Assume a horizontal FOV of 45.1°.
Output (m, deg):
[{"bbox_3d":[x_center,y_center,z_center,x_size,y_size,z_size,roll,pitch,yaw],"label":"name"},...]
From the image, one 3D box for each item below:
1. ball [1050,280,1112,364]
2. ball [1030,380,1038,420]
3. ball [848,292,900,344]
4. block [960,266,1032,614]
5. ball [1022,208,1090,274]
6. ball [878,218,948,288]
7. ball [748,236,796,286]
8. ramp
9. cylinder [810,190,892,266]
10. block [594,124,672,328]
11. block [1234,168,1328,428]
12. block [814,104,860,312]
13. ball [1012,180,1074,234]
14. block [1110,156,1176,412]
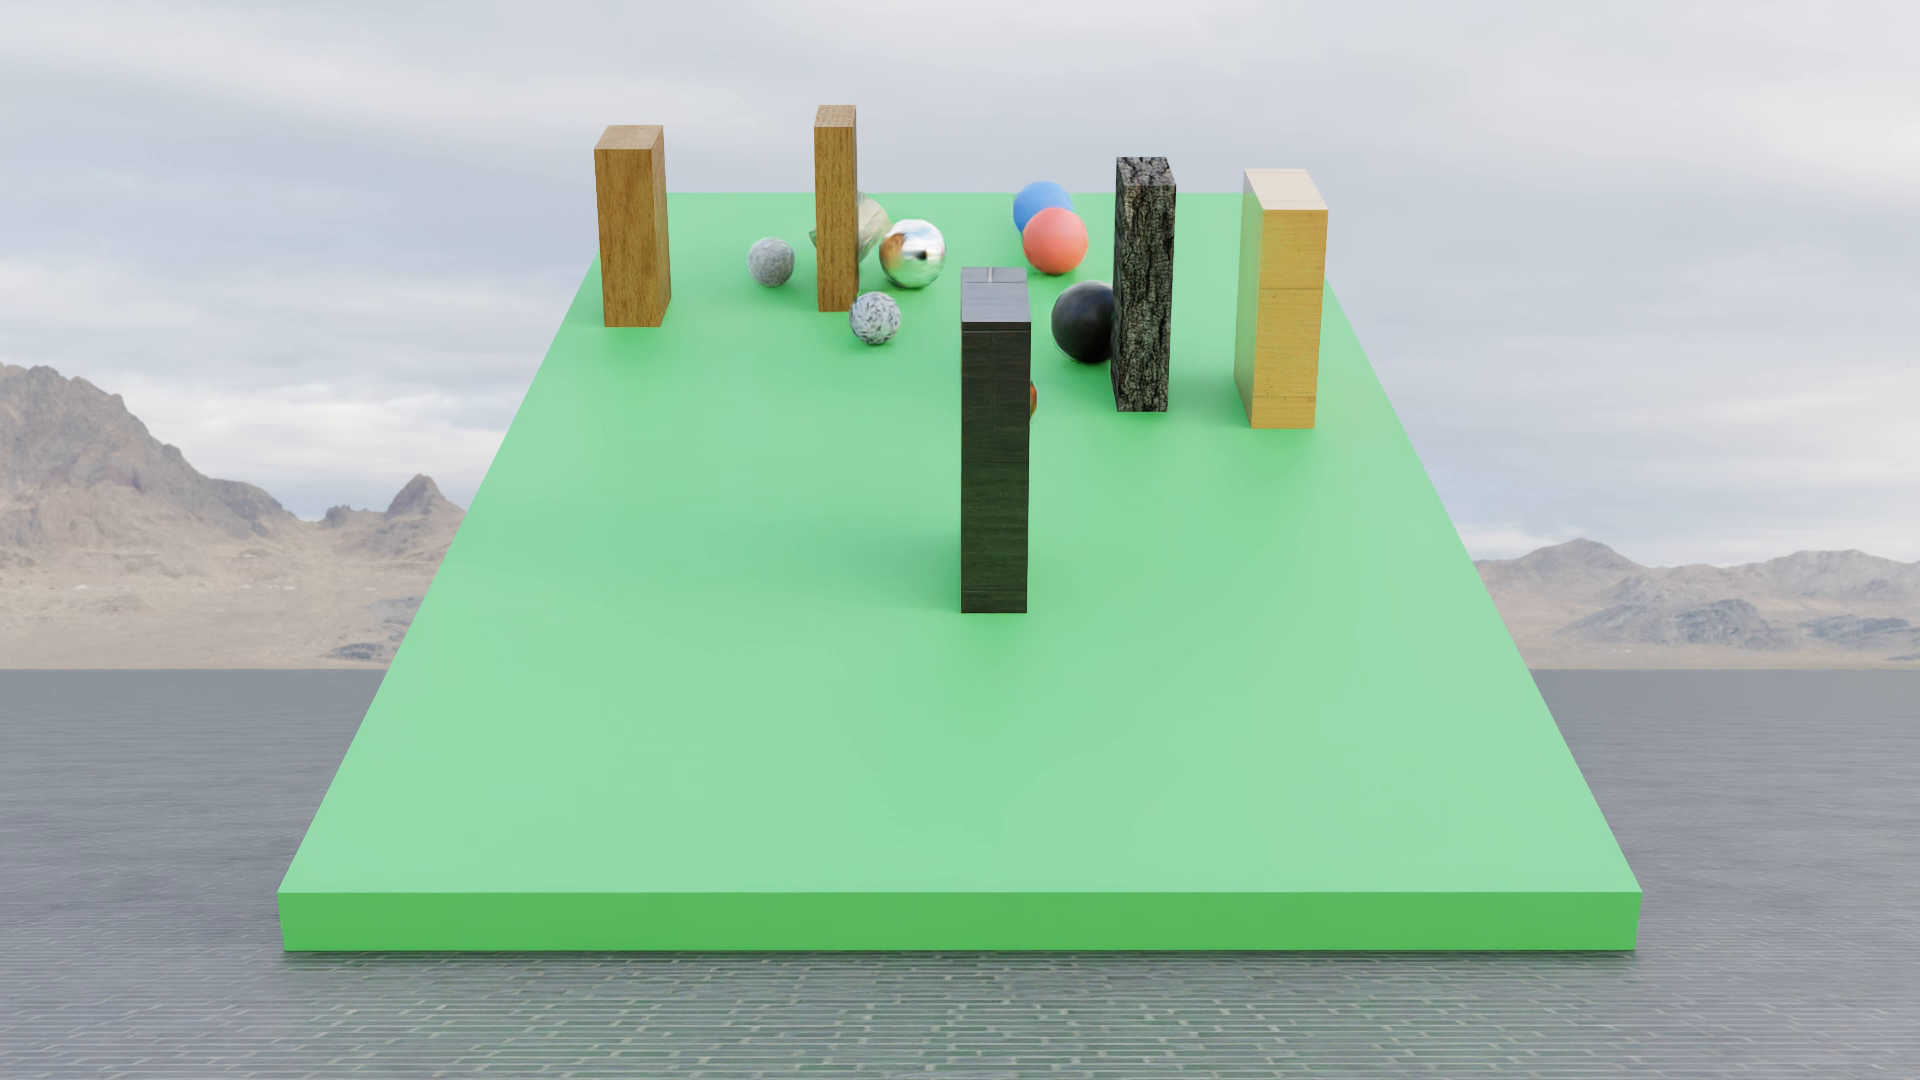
[{"bbox_3d":[0.317,-0.525,5.568,0.199,0.199,0.199,0,-3,0],"label":"ball"},{"bbox_3d":[0.093,-0.310,5.119,0.156,0.156,0.156,0,-3,0],"label":"ball"},{"bbox_3d":[-0.210,-0.547,5.705,0.129,0.129,0.129,0,-3,0],"label":"ball"},{"bbox_3d":[0.063,-0.190,4.320,0.122,0.564,0.338,0,23,0],"label":"block"},{"bbox_3d":[0.258,-0.807,6.247,0.181,0.181,0.181,0,-3,0],"label":"ball"},{"bbox_3d":[-0.124,-0.760,6.132,0.183,0.183,0.183,0,-3,0],"label":"ball"},{"bbox_3d":[-0.502,-0.742,6.158,0.129,0.129,0.129,0,-3,0],"label":"ball"},{"bbox_3d":[-0.007,-0.226,5.247,2.000,0.100,4.000,0,23,0],"label":"ramp"},{"bbox_3d":[-0.296,-0.836,6.240,0.158,0.158,0.158,35,-16,11],"label":"cylinder"},{"bbox_3d":[-0.827,-0.798,5.873,0.140,0.455,0.259,0,23,0],"label":"block"},{"bbox_3d":[0.722,-0.550,5.241,0.141,0.503,0.354,0,23,0],"label":"block"},{"bbox_3d":[-0.317,-0.857,5.977,0.097,0.483,0.248,0,23,0],"label":"block"},{"bbox_3d":[0.234,-0.928,6.539,0.173,0.173,0.173,0,-3,0],"label":"ball"},{"bbox_3d":[0.416,-0.586,5.294,0.114,0.526,0.262,0,23,0],"label":"block"}]
